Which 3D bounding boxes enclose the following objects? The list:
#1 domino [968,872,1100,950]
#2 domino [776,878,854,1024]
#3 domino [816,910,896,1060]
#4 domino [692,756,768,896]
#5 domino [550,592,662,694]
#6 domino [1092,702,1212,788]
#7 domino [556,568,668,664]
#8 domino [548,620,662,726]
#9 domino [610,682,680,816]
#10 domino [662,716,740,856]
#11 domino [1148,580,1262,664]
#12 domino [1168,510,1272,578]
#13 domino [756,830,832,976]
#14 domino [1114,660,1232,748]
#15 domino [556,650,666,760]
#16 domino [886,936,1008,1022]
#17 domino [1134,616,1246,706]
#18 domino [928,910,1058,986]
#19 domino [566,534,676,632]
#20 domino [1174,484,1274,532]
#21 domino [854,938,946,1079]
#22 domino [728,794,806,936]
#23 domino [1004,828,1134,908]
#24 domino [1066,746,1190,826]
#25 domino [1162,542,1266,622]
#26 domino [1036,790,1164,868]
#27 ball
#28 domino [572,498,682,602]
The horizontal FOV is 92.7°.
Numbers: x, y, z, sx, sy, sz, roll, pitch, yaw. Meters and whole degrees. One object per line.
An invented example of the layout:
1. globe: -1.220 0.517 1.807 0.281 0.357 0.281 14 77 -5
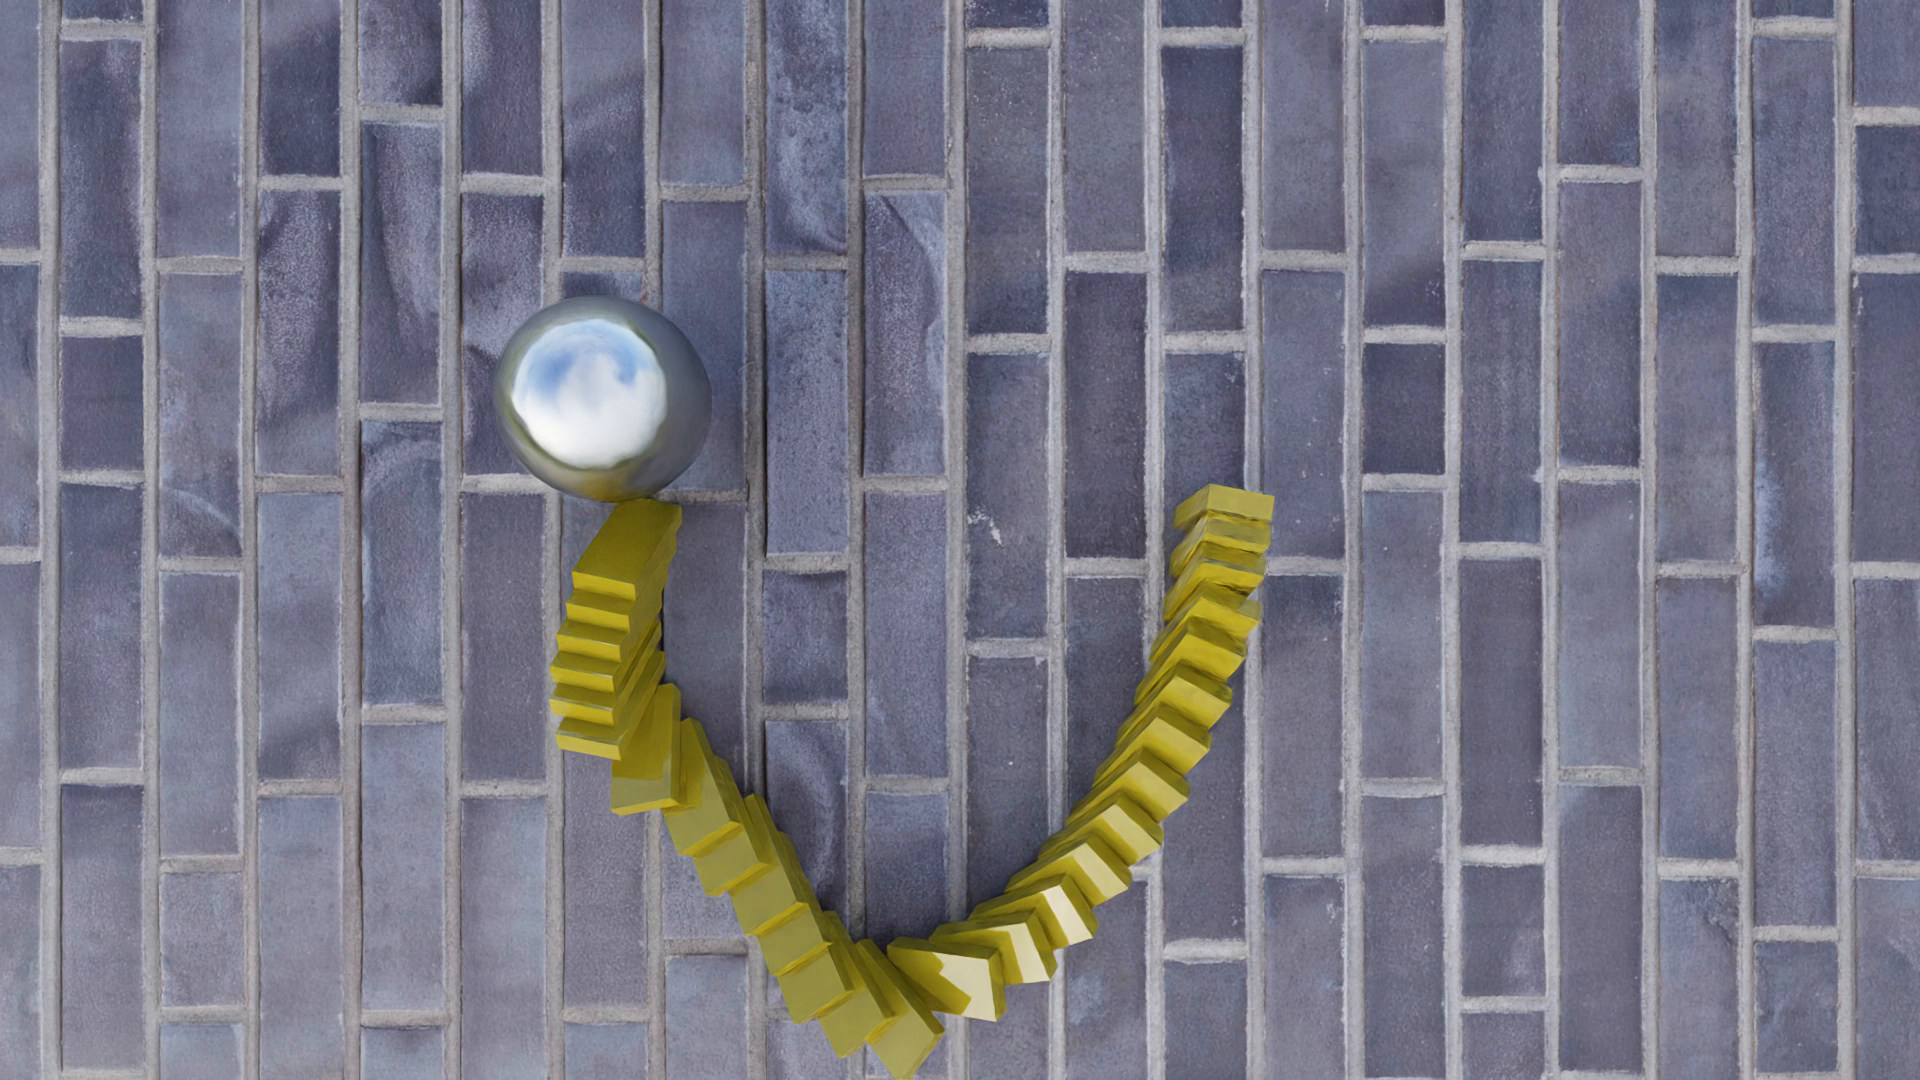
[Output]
1. domino: 0.030 0.159 0.384 0.050 0.009 0.025 -33 90 30
2. domino: -0.066 0.171 0.383 0.025 0.010 0.050 -34 60 3
3. domino: -0.051 0.185 0.383 0.025 0.009 0.050 -42 59 2
4. domino: -0.102 0.119 0.384 0.025 0.010 0.050 -32 62 0
5. domino: -0.145 0.039 0.378 0.025 0.050 0.010 12 131 0
6. domino: 0.079 0.092 0.382 0.025 0.010 0.050 32 124 0
7. domino: -0.142 0.027 0.378 0.025 0.050 0.010 12 131 0
8. domino: -0.145 0.052 0.378 0.025 0.050 0.010 12 131 0
9. domino: -0.131 0.087 0.382 0.025 0.009 0.050 -11 58 2
10. domino: -0.113 0.103 0.384 0.025 0.010 0.050 -32 62 0
11. domino: 0.100 0.039 0.378 0.025 0.050 0.009 23 49 0
12. domino: 0.105 0.004 0.375 0.025 0.050 0.010 12 69 0
13. domino: -0.075 0.151 0.383 0.025 0.010 0.050 -32 60 0
14. domino: 0.088 0.074 0.381 0.025 0.009 0.050 29 128 0
15. domino: -0.143 0.065 0.378 0.025 0.050 0.010 11 131 0
16. domino: -0.006 0.183 0.383 0.050 0.010 0.025 -8 90 31
17. domino: 0.095 0.055 0.380 0.025 0.009 0.050 23 133 0
18. domino: 0.013 0.172 0.383 0.050 0.009 0.025 -23 90 31
19. domino: -0.138 0.014 0.378 0.025 0.050 0.009 12 131 0
20. domino: 0.107 -0.011 0.375 0.025 0.050 0.010 11 81 0
21. domino: -0.032 0.195 0.382 0.050 0.010 0.025 38 95 32
22. domino: -0.086 0.135 0.383 0.025 0.009 0.050 -32 60 0
23. domino: 0.045 0.143 0.383 0.025 0.010 0.050 48 120 0
24. domino: 0.070 0.111 0.383 0.025 0.009 0.050 38 122 0
25. domino: 0.103 0.020 0.376 0.025 0.050 0.010 13 58 0
26. domino: 0.058 0.128 0.383 0.025 0.009 0.050 43 121 0
27. ball: -0.138 -0.055 0.360 0.080 0.080 0.080 0 90 0
28. domino: -0.136 0.002 0.378 0.025 0.050 0.010 12 131 0
